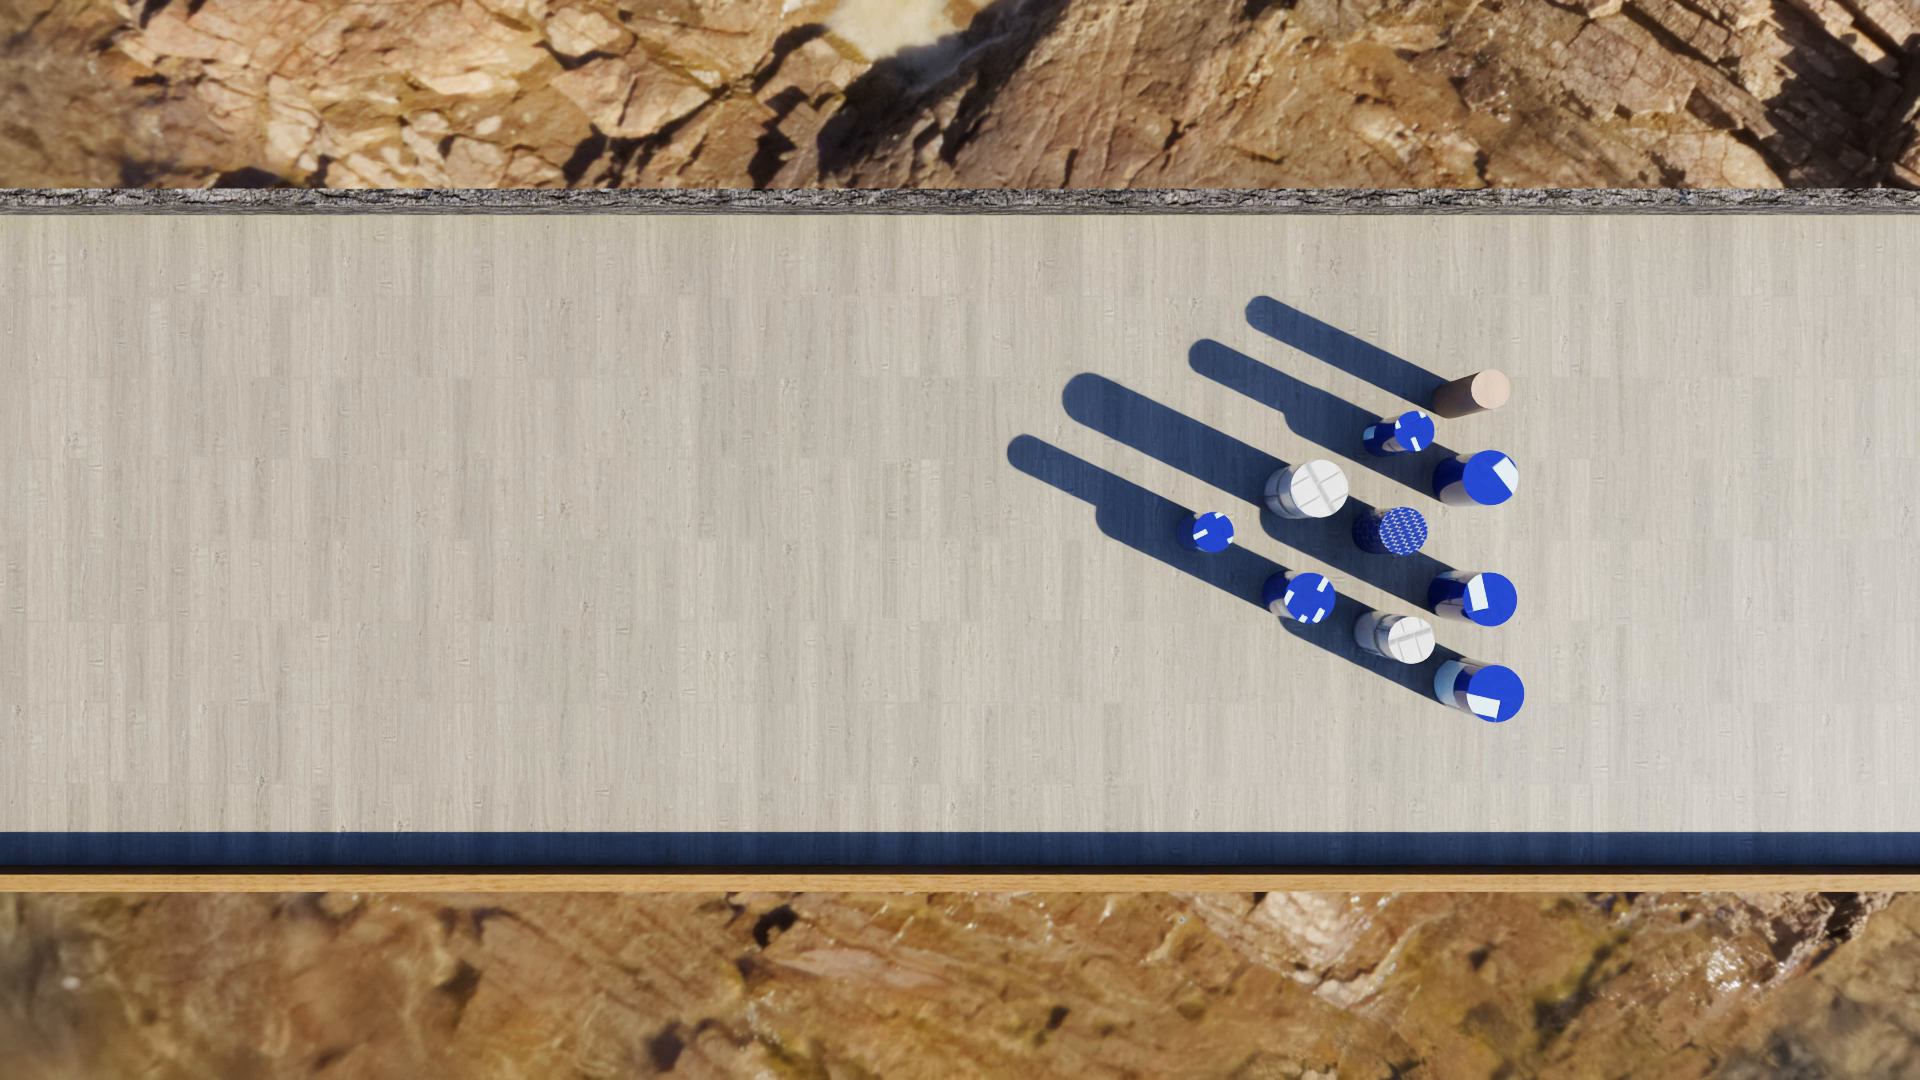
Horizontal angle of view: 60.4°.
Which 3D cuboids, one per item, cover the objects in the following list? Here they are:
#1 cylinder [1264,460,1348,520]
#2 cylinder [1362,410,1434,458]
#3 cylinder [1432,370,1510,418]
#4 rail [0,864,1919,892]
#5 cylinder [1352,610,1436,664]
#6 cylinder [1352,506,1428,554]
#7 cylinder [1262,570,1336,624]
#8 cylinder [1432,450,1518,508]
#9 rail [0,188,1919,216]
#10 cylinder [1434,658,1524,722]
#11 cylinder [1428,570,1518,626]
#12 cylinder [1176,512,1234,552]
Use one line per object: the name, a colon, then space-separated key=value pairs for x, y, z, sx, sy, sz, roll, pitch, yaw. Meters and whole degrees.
cylinder: x=1.014 y=-0.146 z=4.864 sx=0.162 sy=0.425 sz=0.162 roll=0 pitch=90 yaw=0
cylinder: x=1.297 y=-0.311 z=4.891 sx=0.115 sy=0.370 sz=0.115 roll=0 pitch=90 yaw=0
cylinder: x=1.507 y=-0.429 z=4.879 sx=0.111 sy=0.395 sz=0.111 roll=0 pitch=90 yaw=0
rail: x=-2.247 y=1.025 z=5.001 sx=12.000 sy=0.150 sz=0.050 roll=0 pitch=90 yaw=0
cylinder: x=1.273 y=0.283 z=4.862 sx=0.132 sy=0.428 sz=0.132 roll=0 pitch=90 yaw=0
cylinder: x=1.274 y=-0.026 z=4.907 sx=0.138 sy=0.340 sz=0.138 roll=0 pitch=90 yaw=0
cylinder: x=1.003 y=0.166 z=4.900 sx=0.145 sy=0.354 sz=0.145 roll=0 pitch=90 yaw=0
cylinder: x=1.532 y=-0.180 z=4.920 sx=0.160 sy=0.313 sz=0.160 roll=0 pitch=90 yaw=0
rail: x=-2.247 y=-1.025 z=5.002 sx=12.000 sy=0.150 sz=0.050 roll=0 pitch=90 yaw=0
cylinder: x=1.541 y=0.443 z=4.911 sx=0.166 sy=0.332 sz=0.166 roll=0 pitch=90 yaw=0
cylinder: x=1.517 y=0.170 z=4.898 sx=0.156 sy=0.356 sz=0.156 roll=0 pitch=90 yaw=0
cylinder: x=0.725 y=-0.022 z=4.896 sx=0.116 sy=0.360 sz=0.116 roll=0 pitch=90 yaw=0
